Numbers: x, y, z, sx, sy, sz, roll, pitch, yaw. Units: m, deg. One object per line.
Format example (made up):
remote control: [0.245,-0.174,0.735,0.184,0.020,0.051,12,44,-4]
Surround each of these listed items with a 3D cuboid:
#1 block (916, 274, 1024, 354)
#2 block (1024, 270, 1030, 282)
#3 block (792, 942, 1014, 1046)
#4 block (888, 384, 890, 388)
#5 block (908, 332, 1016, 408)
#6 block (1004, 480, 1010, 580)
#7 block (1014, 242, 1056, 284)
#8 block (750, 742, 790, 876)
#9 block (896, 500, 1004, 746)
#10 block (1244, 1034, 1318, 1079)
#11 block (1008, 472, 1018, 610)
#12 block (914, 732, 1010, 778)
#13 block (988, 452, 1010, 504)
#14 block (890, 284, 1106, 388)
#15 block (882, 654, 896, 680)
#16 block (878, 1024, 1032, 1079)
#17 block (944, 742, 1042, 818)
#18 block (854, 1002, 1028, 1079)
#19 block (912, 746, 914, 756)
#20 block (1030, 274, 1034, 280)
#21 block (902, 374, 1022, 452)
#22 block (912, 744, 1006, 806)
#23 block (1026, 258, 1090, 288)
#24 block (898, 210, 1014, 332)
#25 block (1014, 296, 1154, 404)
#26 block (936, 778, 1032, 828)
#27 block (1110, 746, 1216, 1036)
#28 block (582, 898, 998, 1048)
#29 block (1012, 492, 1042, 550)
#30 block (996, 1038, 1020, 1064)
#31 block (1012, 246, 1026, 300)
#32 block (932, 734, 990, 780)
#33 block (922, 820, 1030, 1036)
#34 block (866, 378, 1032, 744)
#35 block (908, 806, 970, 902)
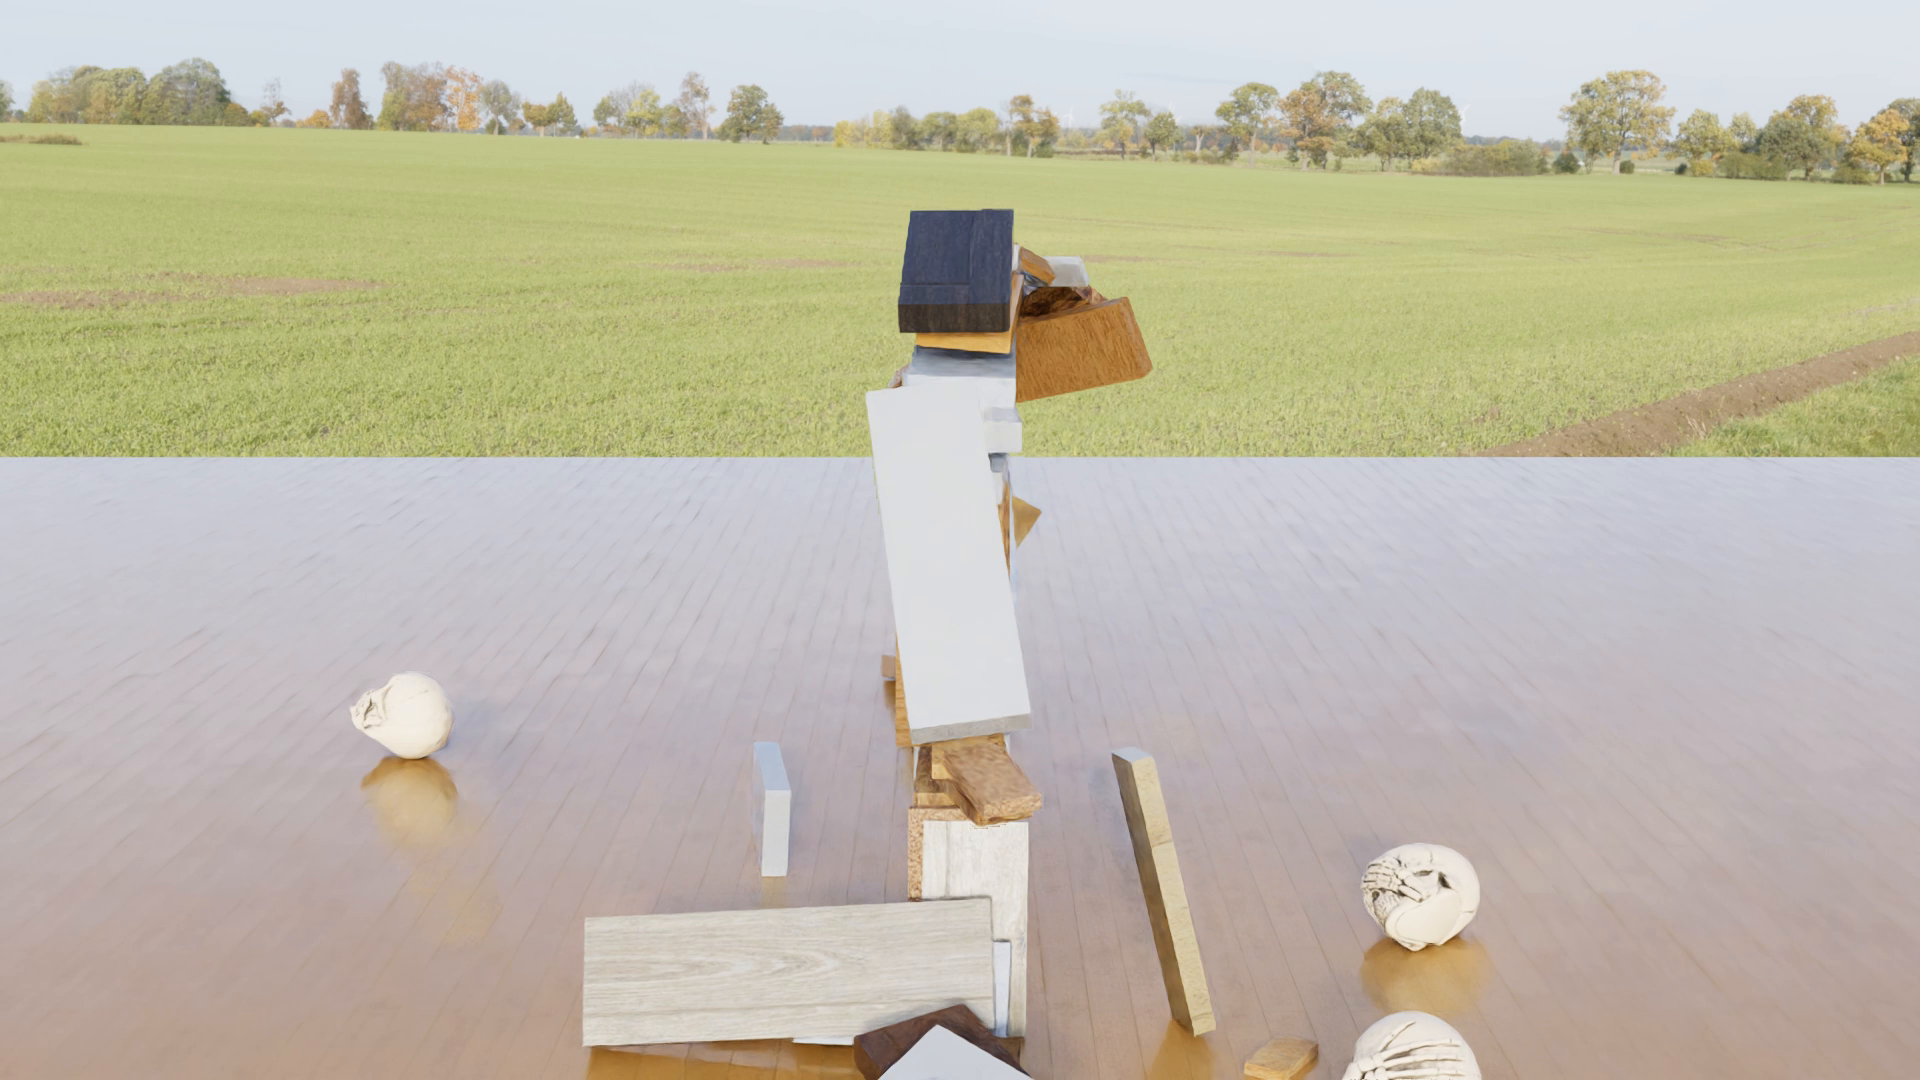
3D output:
block: [0.019,-0.382,3.627,0.151,0.043,0.301,5,24,3]
block: [0.057,-0.481,4.050,0.130,0.065,0.018,-21,38,28]
block: [-0.078,0.628,3.048,0.295,0.148,0.042,1,-14,7]
block: [0.003,-0.363,4.576,0.115,0.033,0.368,35,-42,-23]
block: [0.007,-0.286,3.635,0.170,0.048,0.339,2,18,1]
block: [-0.004,0.070,3.588,0.167,0.335,0.047,0,10,2]
block: [0.113,-0.510,3.977,0.124,0.018,0.062,25,25,-32]
block: [-0.336,0.471,3.886,0.043,0.152,0.303,2,10,-9]
block: [-0.016,0.127,3.423,0.167,0.385,0.047,0,7,2]
block: [0.439,0.706,2.998,0.058,0.016,0.115,7,12,32]
block: [0.012,-0.017,3.977,0.168,0.048,0.393,0,38,-1]
block: [0.003,0.441,3.610,0.156,0.312,0.044,0,14,0]
block: [-0.010,-0.109,3.502,0.167,0.047,0.335,1,10,3]
block: [0.079,-0.389,4.457,0.152,0.043,0.520,36,-42,-24]
block: [-0.056,0.288,4.957,0.176,0.050,0.353,0,-1,-13]
block: [0.022,0.676,2.591,0.259,0.037,0.130,20,48,43]
block: [0.044,0.336,3.091,0.085,0.024,0.169,-7,22,-18]
block: [0.006,0.690,2.709,0.157,0.044,0.314,-12,25,-24]
block: [-0.013,0.158,4.337,0.166,0.563,0.047,1,-30,-4]
block: [0.066,-0.502,4.086,0.130,0.018,0.065,-2,-37,38]
block: [-0.002,-0.209,3.555,0.170,0.048,0.339,0,17,-4]
block: [0.002,0.361,3.316,0.134,0.038,0.268,0,10,1]
block: [0.178,-0.506,4.155,0.124,0.062,0.018,4,54,27]
block: [-0.002,-0.441,3.575,0.174,0.049,0.347,0,33,3]
block: [0.211,-0.366,4.260,0.303,0.152,0.043,-9,21,35]
block: [0.032,0.360,3.164,0.085,0.024,0.169,-8,21,-20]
block: [0.286,0.491,3.095,0.033,0.394,0.115,-14,4,-10]
block: [-0.235,0.597,3.025,0.564,0.174,0.049,-4,-16,5]
block: [0.084,-0.007,4.831,0.100,0.201,0.028,27,12,-34]
block: [-0.010,0.723,2.832,0.157,0.044,0.314,1,11,5]
block: [0.033,-0.476,3.878,0.151,0.043,0.301,5,-3,4]
block: [0.000,0.305,3.247,0.085,0.024,0.169,-1,20,-1]
block: [0.021,0.545,3.102,0.148,0.295,0.042,1,-6,3]
block: [-0.022,0.020,3.215,0.170,0.579,0.048,-8,-32,-2]
block: [0.000,0.532,3.164,0.148,0.295,0.042,0,1,1]
